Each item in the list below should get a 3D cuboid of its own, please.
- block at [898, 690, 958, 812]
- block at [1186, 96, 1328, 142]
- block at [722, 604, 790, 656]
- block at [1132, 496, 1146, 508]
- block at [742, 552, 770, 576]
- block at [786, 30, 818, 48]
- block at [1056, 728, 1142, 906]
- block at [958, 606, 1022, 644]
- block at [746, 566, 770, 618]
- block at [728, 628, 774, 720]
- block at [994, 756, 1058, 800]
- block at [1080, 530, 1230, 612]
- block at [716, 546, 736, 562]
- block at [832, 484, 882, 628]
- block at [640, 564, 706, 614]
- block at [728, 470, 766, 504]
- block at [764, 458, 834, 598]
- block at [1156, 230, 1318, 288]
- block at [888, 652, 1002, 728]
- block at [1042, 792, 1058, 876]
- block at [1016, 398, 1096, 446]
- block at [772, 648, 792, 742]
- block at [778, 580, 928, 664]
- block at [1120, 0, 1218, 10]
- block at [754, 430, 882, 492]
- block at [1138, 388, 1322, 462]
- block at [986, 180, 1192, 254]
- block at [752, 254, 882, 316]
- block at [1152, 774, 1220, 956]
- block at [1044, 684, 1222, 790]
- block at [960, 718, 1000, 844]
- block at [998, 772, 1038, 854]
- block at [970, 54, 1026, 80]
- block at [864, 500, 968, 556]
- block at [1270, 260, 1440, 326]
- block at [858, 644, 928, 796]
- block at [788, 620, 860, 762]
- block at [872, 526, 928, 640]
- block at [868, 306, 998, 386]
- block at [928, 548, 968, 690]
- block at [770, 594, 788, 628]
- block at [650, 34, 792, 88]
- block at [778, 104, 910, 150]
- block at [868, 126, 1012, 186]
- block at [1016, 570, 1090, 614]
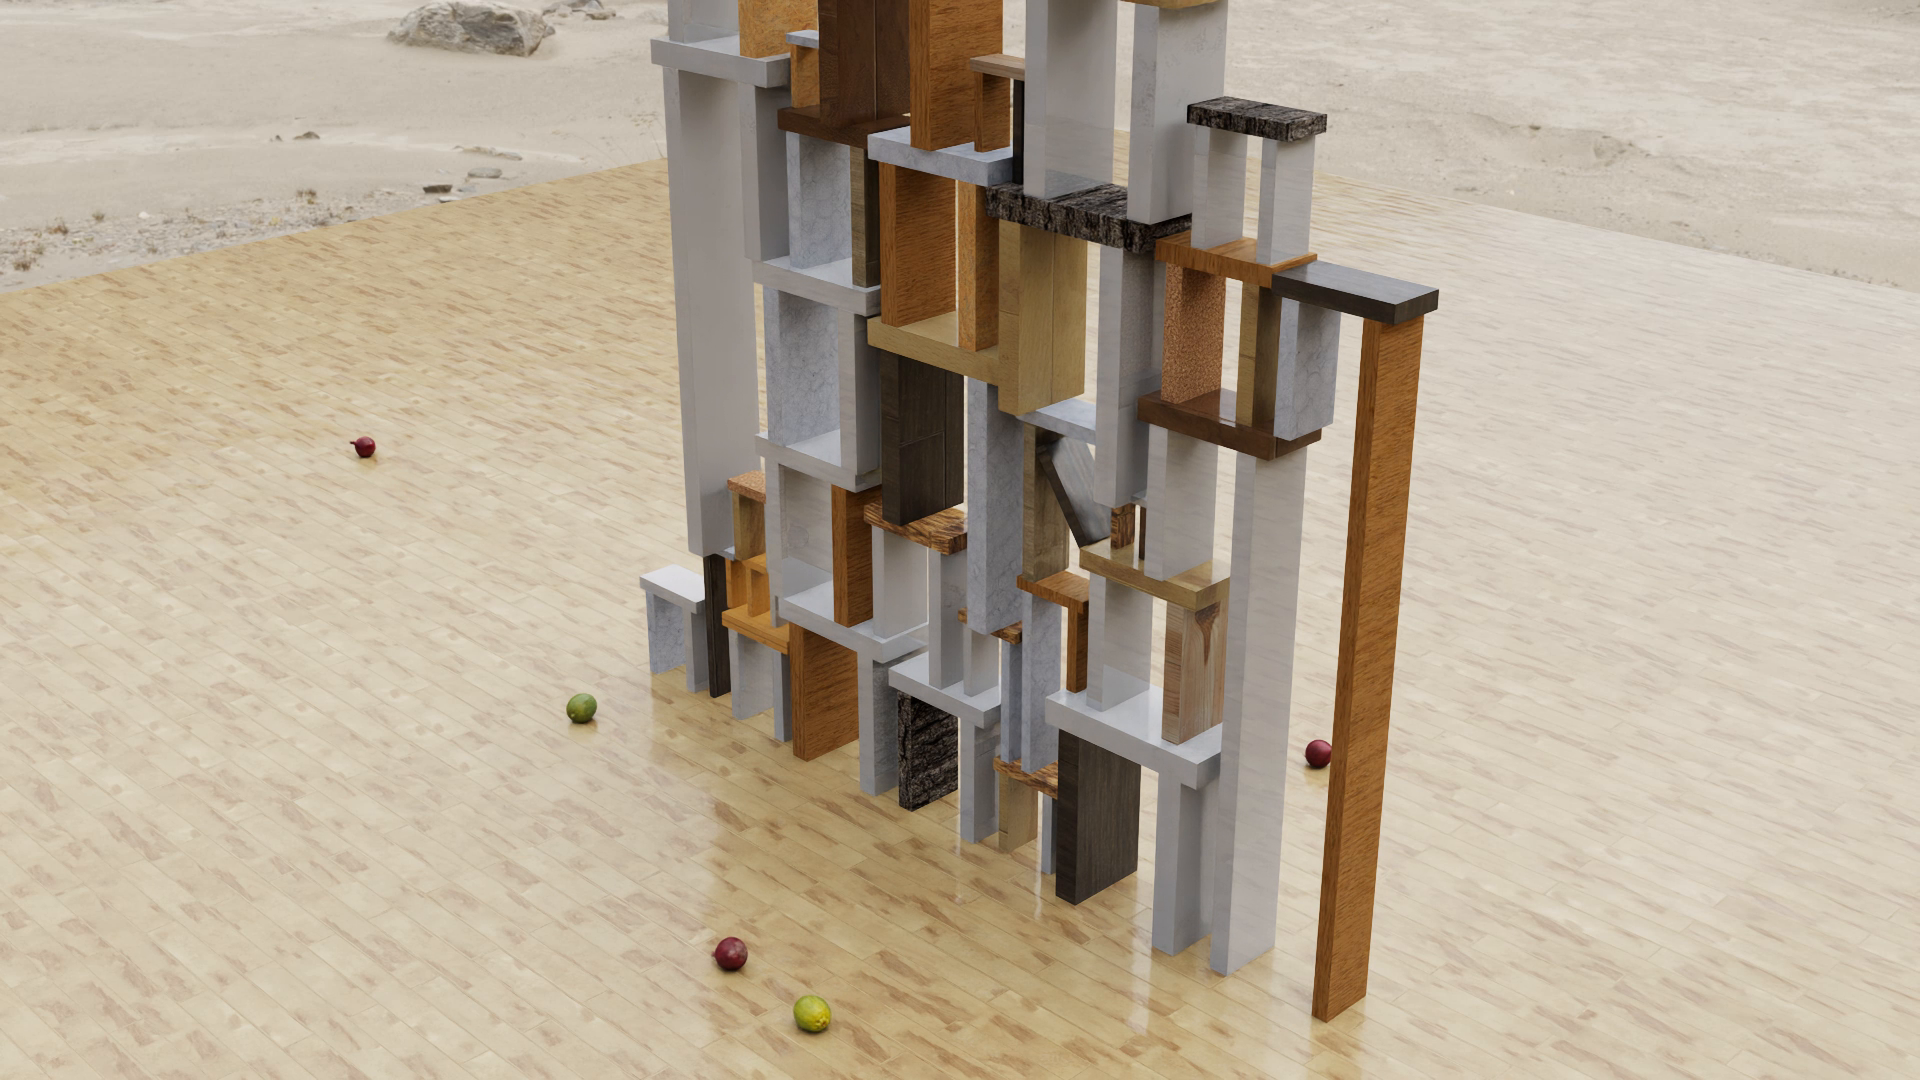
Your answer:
[{"bbox_3d":[-0.064,0.406,4.463,0.038,0.265,0.133,21,31,41],"label":"block"},{"bbox_3d":[0.464,-0.660,3.443,0.198,0.028,0.099,21,31,40],"label":"block"},{"bbox_3d":[-0.402,0.185,4.735,0.215,0.030,0.108,21,31,41],"label":"block"},{"bbox_3d":[0.311,-0.080,3.852,0.049,0.014,0.099,-21,31,-40],"label":"block"},{"bbox_3d":[-0.405,0.053,4.689,0.058,0.016,0.116,-21,31,-40],"label":"block"},{"bbox_3d":[-0.264,-0.935,4.110,0.120,0.017,0.060,21,31,40],"label":"block"},{"bbox_3d":[0.262,0.492,4.143,0.051,0.358,0.179,21,31,41],"label":"block"},{"bbox_3d":[0.077,0.156,4.201,0.076,0.022,0.152,-21,31,-40],"label":"block"},{"bbox_3d":[-0.432,0.103,4.740,0.016,0.116,0.058,21,31,41],"label":"block"},{"bbox_3d":[-0.453,0.278,4.829,0.030,0.215,0.108,21,31,41],"label":"block"},{"bbox_3d":[0.156,0.446,4.239,0.172,0.024,0.086,21,31,41],"label":"block"},{"bbox_3d":[0.353,0.050,3.865,0.266,0.038,0.133,21,31,41],"label":"block"},{"bbox_3d":[-0.507,0.014,4.779,0.117,0.017,0.058,21,31,40],"label":"block"},{"bbox_3d":[-0.186,0.012,4.427,0.043,0.301,0.150,21,31,41],"label":"block"},{"bbox_3d":[-0.618,0.109,4.949,0.203,0.029,0.101,21,31,41],"label":"block"},{"bbox_3d":[-0.408,-0.108,4.619,0.156,0.022,0.078,21,31,41],"label":"block"},{"bbox_3d":[-0.328,-0.043,4.557,0.043,0.301,0.150,21,31,41],"label":"block"},{"bbox_3d":[0.445,-0.458,3.552,0.237,0.034,0.118,21,31,40],"label":"block"},{"bbox_3d":[-0.002,0.291,4.346,0.265,0.038,0.133,21,31,41],"label":"block"},{"bbox_3d":[0.196,0.552,4.240,0.024,0.172,0.086,21,31,41],"label":"block"},{"bbox_3d":[0.202,-0.217,3.911,0.098,0.028,0.195,-20,30,-39],"label":"block"},{"bbox_3d":[-0.351,0.318,4.736,0.030,0.215,0.108,21,31,41],"label":"block"},{"bbox_3d":[-0.209,0.160,4.519,0.315,0.045,0.157,21,31,41],"label":"block"},{"bbox_3d":[0.269,-0.912,3.549,0.173,0.049,0.346,-21,31,-40],"label":"block"},{"bbox_3d":[-0.257,-0.173,4.425,0.301,0.043,0.150,21,31,40],"label":"block"},{"bbox_3d":[0.446,-0.202,3.648,0.139,0.039,0.278,-21,31,-41],"label":"block"},{"bbox_3d":[0.228,-0.560,3.731,0.347,0.049,0.174,21,31,40],"label":"block"},{"bbox_3d":[-0.235,-0.506,4.259,0.327,0.046,0.163,21,31,40],"label":"block"},{"bbox_3d":[0.431,0.558,3.988,0.051,0.358,0.179,21,31,41],"label":"block"},{"bbox_3d":[0.347,0.337,3.985,0.358,0.051,0.179,21,31,41],"label":"block"},{"bbox_3d":[0.061,0.455,4.348,0.038,0.265,0.133,21,31,41],"label":"block"},{"bbox_3d":[0.115,0.520,4.315,0.024,0.172,0.086,21,31,41],"label":"block"},{"bbox_3d":[0.090,-0.812,3.778,0.070,0.020,0.139,-20,30,-39],"label":"block"},{"bbox_3d":[-0.063,-0.035,4.274,0.118,0.034,0.237,-21,31,-41],"label":"block"},{"bbox_3d":[0.608,-0.383,3.394,0.230,0.033,0.115,21,31,41],"label":"block"},{"bbox_3d":[-0.135,0.355,4.521,0.045,0.315,0.157,21,31,41],"label":"block"},{"bbox_3d":[-0.284,0.297,4.658,0.045,0.315,0.157,21,31,41],"label":"block"},{"bbox_3d":[-0.119,0.068,4.378,0.034,0.237,0.118,21,31,41],"label":"block"},{"bbox_3d":[0.010,-0.366,4.061,0.173,0.049,0.347,-21,31,-40],"label":"block"},{"bbox_3d":[-0.007,0.137,4.286,0.034,0.293,0.118,21,31,41],"label":"block"},{"bbox_3d":[-0.377,0.124,4.689,0.058,0.116,0.016,-21,31,-41],"label":"block"},{"bbox_3d":[-0.426,-0.941,4.282,0.344,0.049,0.172,21,31,40],"label":"block"},{"bbox_3d":[-0.205,-0.779,4.119,0.264,0.037,0.132,21,31,40],"label":"block"},{"bbox_3d":[-0.006,-0.691,3.930,0.152,0.043,0.304,-21,31,-40],"label":"block"},{"bbox_3d":[0.193,0.089,4.050,0.083,0.023,0.166,-21,31,-40],"label":"block"}]
